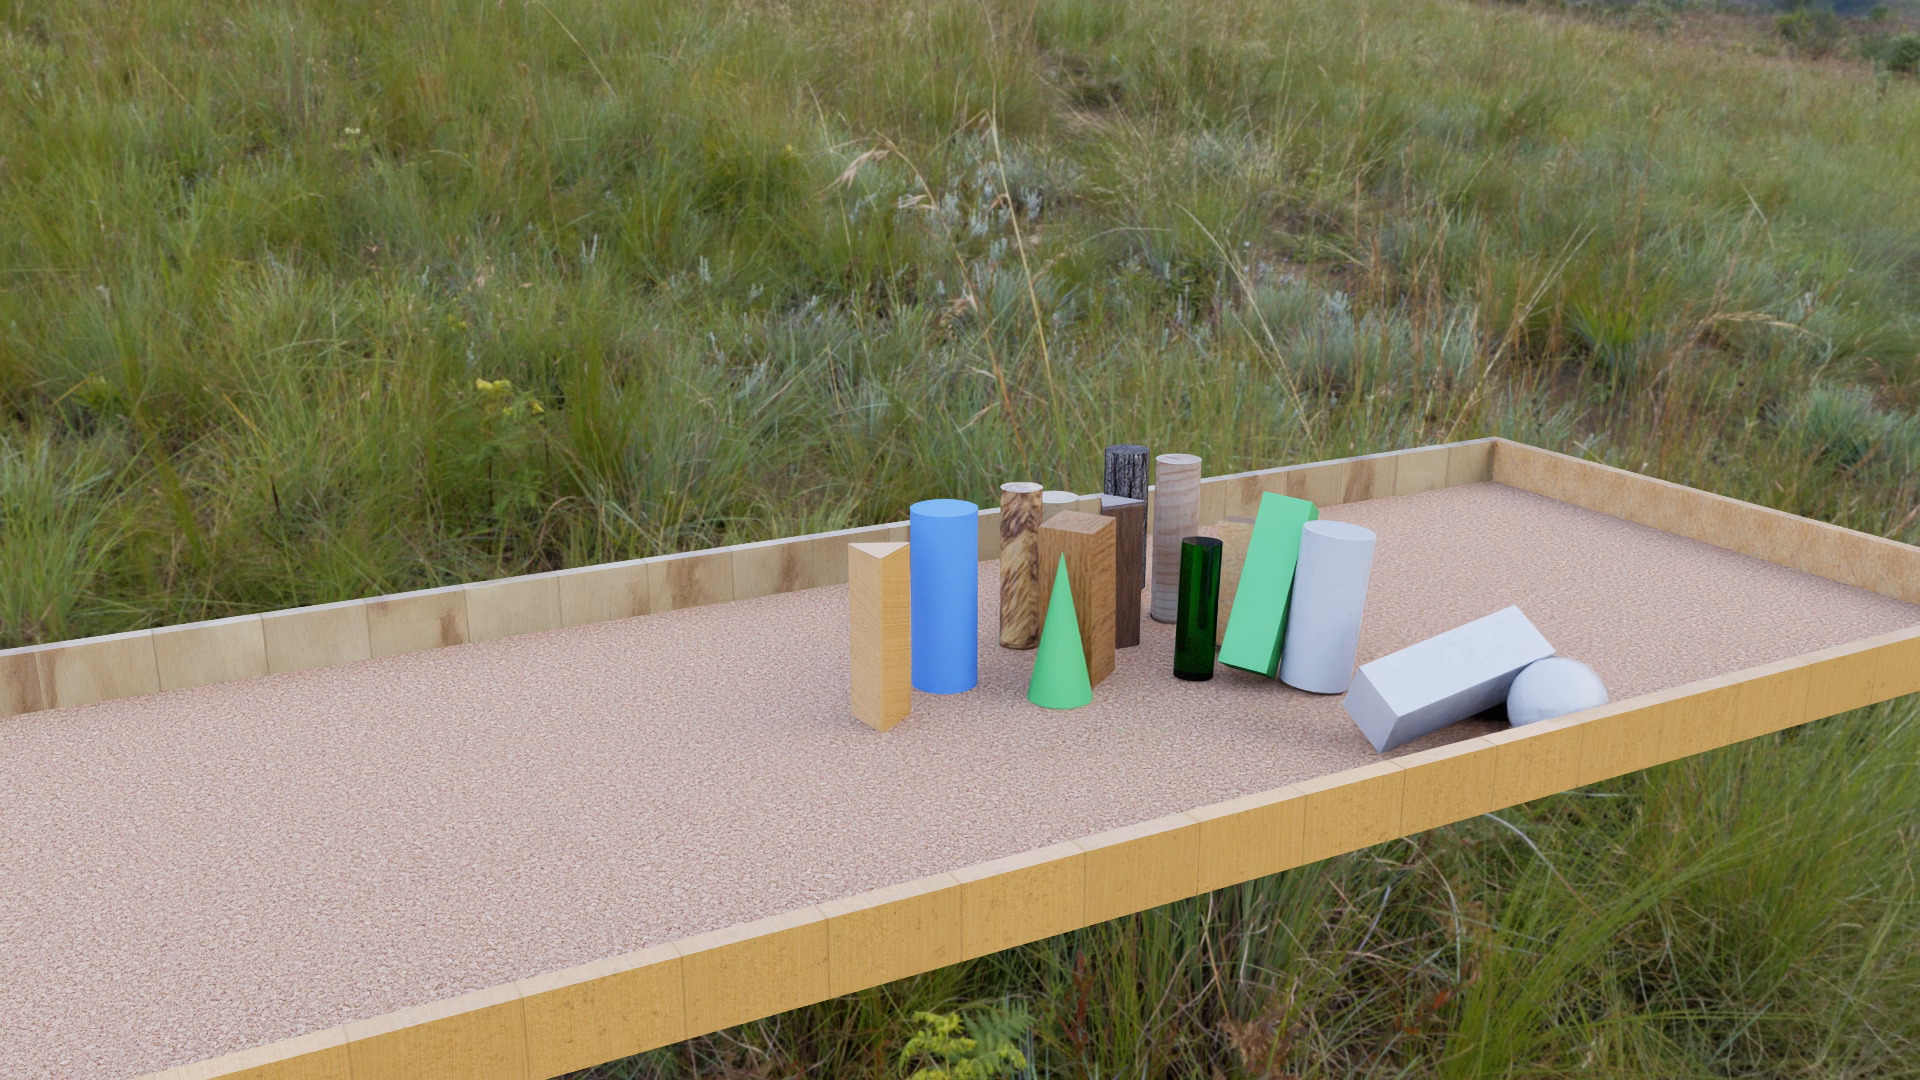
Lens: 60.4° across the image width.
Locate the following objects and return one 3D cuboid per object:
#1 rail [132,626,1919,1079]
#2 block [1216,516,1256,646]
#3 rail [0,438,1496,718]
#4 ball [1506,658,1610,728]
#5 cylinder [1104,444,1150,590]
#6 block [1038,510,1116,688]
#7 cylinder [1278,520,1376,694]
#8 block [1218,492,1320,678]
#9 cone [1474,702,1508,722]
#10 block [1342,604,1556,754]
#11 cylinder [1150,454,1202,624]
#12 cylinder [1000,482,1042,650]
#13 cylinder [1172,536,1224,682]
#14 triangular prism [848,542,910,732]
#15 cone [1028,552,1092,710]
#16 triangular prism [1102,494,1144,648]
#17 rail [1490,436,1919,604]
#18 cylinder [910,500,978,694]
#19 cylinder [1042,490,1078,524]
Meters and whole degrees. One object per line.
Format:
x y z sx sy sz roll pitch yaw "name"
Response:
-2.336 1.006 1.665 12.000 0.150 0.050 -9 18 -27 "rail"
0.766 0.112 4.357 0.161 0.327 0.161 7 8 23 "block"
-3.305 0.497 3.399 12.000 0.150 0.050 -9 18 -27 "rail"
1.339 0.374 3.694 0.219 0.219 0.219 0 16 0 "ball"
0.485 -0.064 4.836 0.129 0.415 0.129 0 16 0 "cylinder"
0.293 0.148 4.115 0.143 0.408 0.143 9 22 28 "block"
0.907 0.163 4.075 0.178 0.392 0.178 6 15 -2 "cylinder"
0.778 0.114 4.147 0.124 0.442 0.124 14 -6 23 "block"
1.343 0.399 3.872 0.455 0.144 0.144 16 21 20 "cone"
1.118 0.317 3.775 0.450 0.148 0.148 -18 54 -20 "block"
0.595 -0.002 4.554 0.124 0.456 0.124 0 16 0 "cylinder"
0.161 0.069 4.353 0.110 0.432 0.110 0 16 0 "cylinder"
0.597 0.172 4.140 0.102 0.349 0.102 2 14 0 "cylinder"
-0.169 0.219 3.859 0.121 0.424 0.139 -11 20 -32 "triangular prism"
0.245 0.204 3.988 0.161 0.379 0.161 0 17 0 "cone"
0.400 0.083 4.367 0.125 0.397 0.108 -8 18 -26 "triangular prism"
2.466 -0.048 5.253 0.050 0.150 2.100 -9 18 -27 "rail"
-0.039 0.139 4.078 0.166 0.453 0.166 0 16 0 "cylinder"
0.262 0.043 4.611 0.134 0.337 0.134 0 16 0 "cylinder"
